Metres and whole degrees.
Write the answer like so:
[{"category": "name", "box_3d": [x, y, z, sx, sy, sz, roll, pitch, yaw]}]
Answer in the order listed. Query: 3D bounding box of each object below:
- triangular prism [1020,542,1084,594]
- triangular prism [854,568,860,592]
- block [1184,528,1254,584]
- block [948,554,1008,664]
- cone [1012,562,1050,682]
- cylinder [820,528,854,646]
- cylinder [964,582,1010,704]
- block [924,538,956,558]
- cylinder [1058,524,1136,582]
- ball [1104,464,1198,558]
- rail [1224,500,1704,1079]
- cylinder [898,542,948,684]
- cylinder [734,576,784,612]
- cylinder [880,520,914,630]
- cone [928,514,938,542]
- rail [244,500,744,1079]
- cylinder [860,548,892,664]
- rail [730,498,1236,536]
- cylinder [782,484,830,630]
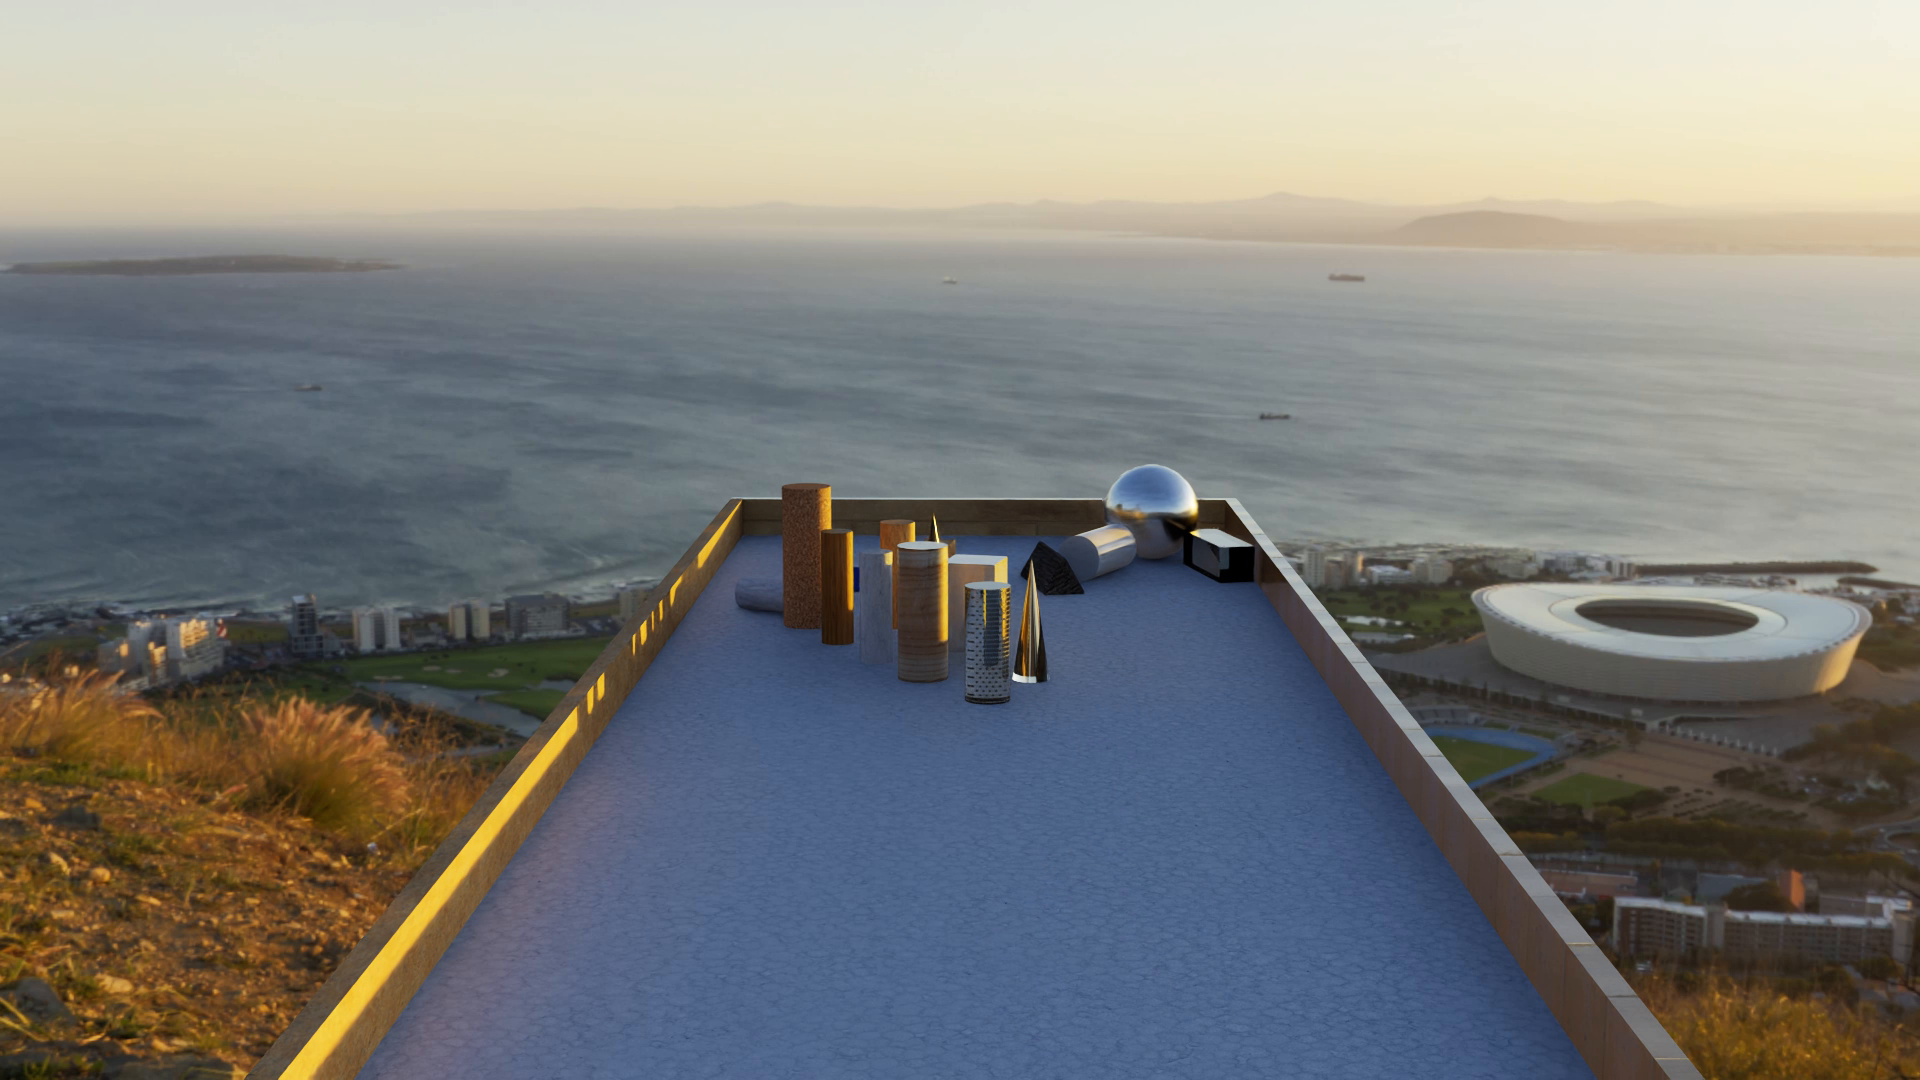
[{"category": "triangular prism", "box_3d": [0.333, 0.097, 7.971, 0.147, 0.127, 0.397, -1, 9, -10]}, {"category": "triangular prism", "box_3d": [-0.399, 0.136, 7.885, 0.331, 0.080, 0.092, 1, 9, 7]}, {"category": "block", "box_3d": [0.966, 0.057, 8.229, 0.132, 0.132, 0.429, -2, 9, -12]}, {"category": "block", "box_3d": [0.045, 0.210, 6.706, 0.164, 0.306, 0.164, 2, 9, 14]}, {"category": "cone", "box_3d": [0.208, 0.228, 6.416, 0.109, 0.361, 0.109, 0, 9, 0]}, {"category": "cylinder", "box_3d": [-0.387, 0.148, 6.943, 0.101, 0.355, 0.101, 0, 9, 0]}, {"category": "cylinder", "box_3d": [0.078, 0.287, 6.155, 0.128, 0.325, 0.128, 0, 9, 0]}, {"category": "block", "box_3d": [-0.112, 0.085, 8.109, 0.113, 0.113, 0.434, 2, 9, 11]}, {"category": "cylinder", "box_3d": [0.512, 0.045, 8.181, 0.170, 0.170, 0.327, 5, 10, 28]}, {"category": "ball", "box_3d": [0.742, -0.111, 8.537, 0.367, 0.367, 0.367, 0, 9, 0]}, {"category": "rail", "box_3d": [1.046, 0.843, 3.208, 0.050, 0.150, 12.000, 0, 9, 1]}, {"category": "cylinder", "box_3d": [-0.109, 0.210, 6.429, 0.148, 0.393, 0.148, 0, 9, 0]}, {"category": "cylinder", "box_3d": [-0.561, 0.193, 7.431, 0.413, 0.112, 0.112, 5, 10, 30]}, {"category": "cylinder", "box_3d": [-0.204, 0.111, 7.202, 0.114, 0.346, 0.114, 0, 9, 0]}, {"category": "cone", "box_3d": [-0.084, 0.119, 6.915, 0.150, 0.421, 0.150, 0, 9, 0]}, {"category": "rail", "box_3d": [-1.004, 0.839, 3.234, 0.050, 0.150, 12.000, 0, 9, 1]}, {"category": "cylinder", "box_3d": [-0.255, 0.200, 6.673, 0.101, 0.336, 0.101, 0, 9, 0]}, {"category": "rail", "box_3d": [0.099, -0.098, 9.147, 2.100, 0.150, 0.050, 0, 9, 1]}, {"category": "cylinder", "box_3d": [-0.502, 0.052, 7.213, 0.159, 0.460, 0.159, 0, 9, 0]}]
